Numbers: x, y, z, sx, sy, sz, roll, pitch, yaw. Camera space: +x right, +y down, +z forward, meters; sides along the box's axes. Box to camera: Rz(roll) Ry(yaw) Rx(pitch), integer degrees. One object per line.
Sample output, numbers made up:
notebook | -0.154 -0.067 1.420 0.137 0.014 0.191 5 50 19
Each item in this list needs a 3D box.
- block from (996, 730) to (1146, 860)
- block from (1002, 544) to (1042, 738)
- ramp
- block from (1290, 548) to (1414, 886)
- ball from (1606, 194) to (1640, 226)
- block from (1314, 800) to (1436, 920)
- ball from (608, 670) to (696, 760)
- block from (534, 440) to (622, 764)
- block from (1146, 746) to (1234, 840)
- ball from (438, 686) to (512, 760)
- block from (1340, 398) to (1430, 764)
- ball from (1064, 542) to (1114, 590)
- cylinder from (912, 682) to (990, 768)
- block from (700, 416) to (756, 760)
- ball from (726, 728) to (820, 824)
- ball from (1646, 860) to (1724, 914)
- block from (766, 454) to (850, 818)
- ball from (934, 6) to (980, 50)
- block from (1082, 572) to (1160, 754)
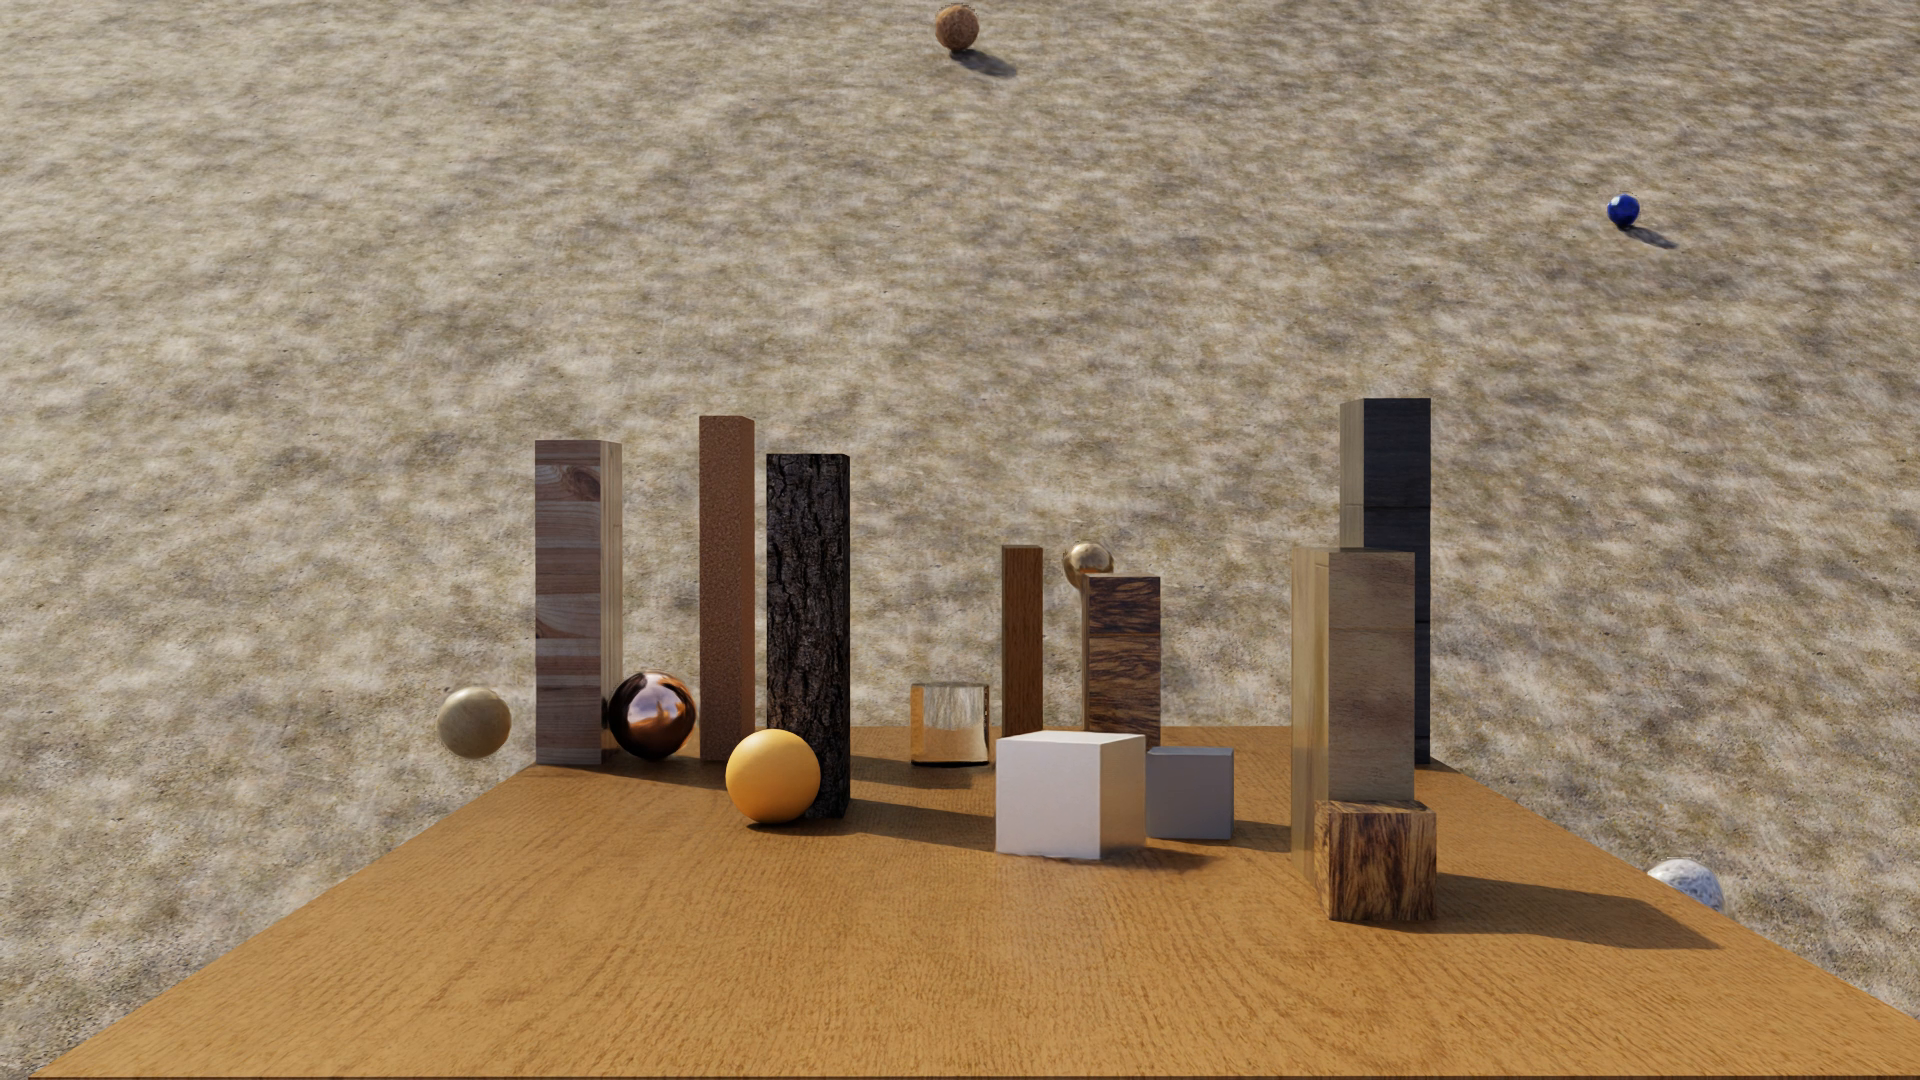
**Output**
block | 0.185 0.419 4.272 0.186 0.186 0.186 0 1 28
block | 0.137 0.252 5.734 0.080 0.475 0.432 0 1 0
ramp | 0.062 0.557 4.595 2.000 0.100 4.000 0 1 0
block | 0.589 0.266 3.905 0.123 0.503 0.414 0 1 0
ball | 2.581 -1.284 10.049 0.124 0.124 0.124 0 27 0
block | 0.582 0.448 3.626 0.148 0.148 0.148 0 1 0
ball | -0.687 0.391 5.772 0.197 0.197 0.197 0 27 0
block | -0.857 0.133 5.831 0.143 0.710 0.368 0 1 0
block | 0.400 0.437 4.480 0.143 0.143 0.143 0 1 9
ball | -1.073 0.404 5.711 0.160 0.160 0.160 0 27 0
block | 0.954 0.087 5.817 0.146 0.800 0.354 0 1 0
ball | 0.370 0.076 7.402 0.145 0.145 0.145 0 27 0
cylinder | -0.021 0.404 5.673 0.172 0.172 0.172 0 1 0
block | -0.532 0.104 5.929 0.093 0.766 0.387 0 1 0
ball | -0.333 0.422 4.609 0.170 0.170 0.170 0 27 0
ball | 1.645 0.827 5.899 0.195 0.195 0.195 0 27 0
block | -0.282 0.172 4.850 0.139 0.663 0.320 0 1 0
ball | -0.014 -2.399 12.112 0.208 0.208 0.208 0 27 0
block | 0.291 0.284 4.697 0.125 0.443 0.276 0 1 0
